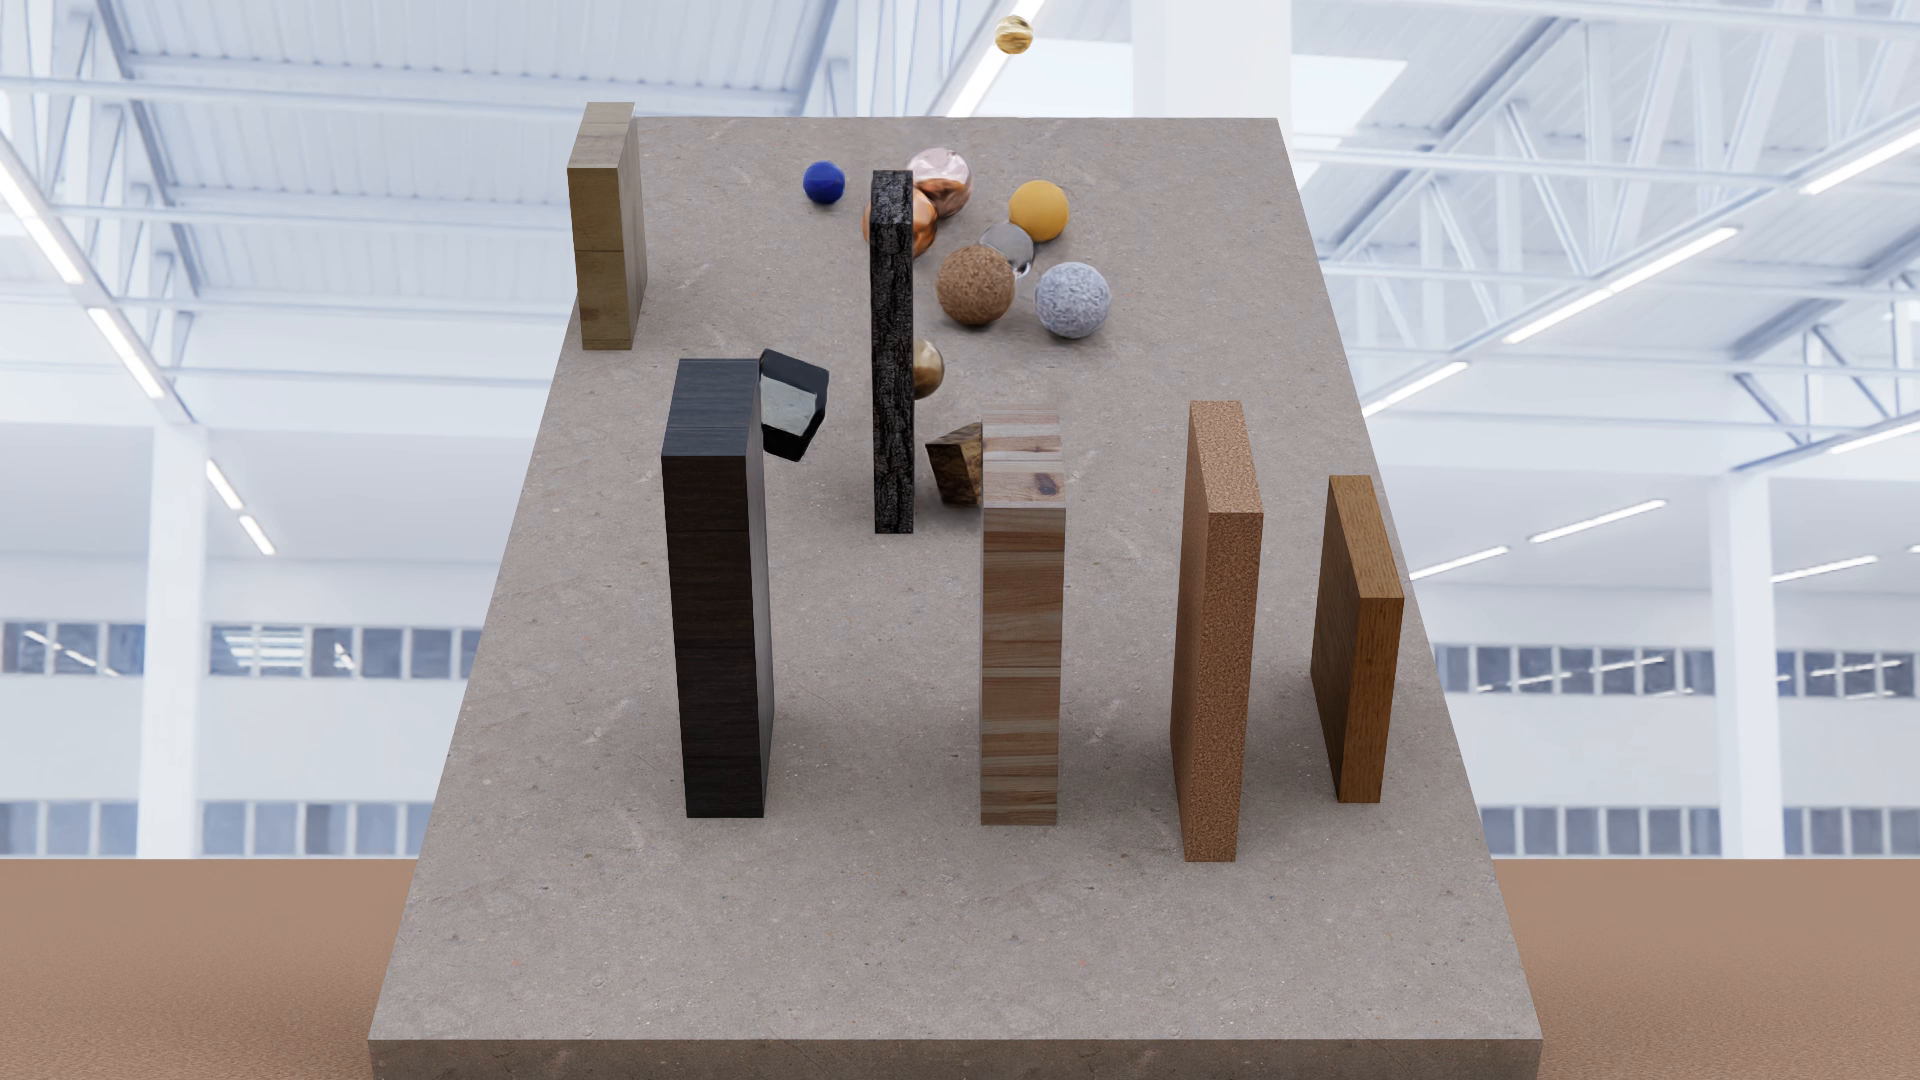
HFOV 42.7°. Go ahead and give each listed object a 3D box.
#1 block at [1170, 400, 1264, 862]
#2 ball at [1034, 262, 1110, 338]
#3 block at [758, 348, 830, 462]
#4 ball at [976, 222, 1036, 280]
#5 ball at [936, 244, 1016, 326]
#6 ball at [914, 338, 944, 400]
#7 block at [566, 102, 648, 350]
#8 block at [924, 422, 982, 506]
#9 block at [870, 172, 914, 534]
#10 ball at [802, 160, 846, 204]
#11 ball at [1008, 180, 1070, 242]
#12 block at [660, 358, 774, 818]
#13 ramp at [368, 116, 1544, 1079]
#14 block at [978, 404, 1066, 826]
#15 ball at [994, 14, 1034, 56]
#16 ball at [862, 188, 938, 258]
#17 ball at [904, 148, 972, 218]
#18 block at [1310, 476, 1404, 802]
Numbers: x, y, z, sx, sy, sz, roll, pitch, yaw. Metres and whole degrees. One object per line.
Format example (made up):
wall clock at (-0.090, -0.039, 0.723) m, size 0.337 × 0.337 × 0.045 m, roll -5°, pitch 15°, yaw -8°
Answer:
block at (0.466, 0.172, 4.523) m, size 0.093 × 0.766 × 0.387 m, roll 0°, pitch 33°, yaw 0°
ball at (0.288, -0.616, 6.290) m, size 0.195 × 0.195 × 0.195 m, roll 0°, pitch -7°, yaw 0°
block at (-0.402, -0.304, 5.549) m, size 0.156 × 0.156 × 0.156 m, roll 19°, pitch -48°, yaw -16°
ball at (0.121, -0.767, 6.558) m, size 0.160 × 0.160 × 0.160 m, roll 0°, pitch -7°, yaw 0°
ball at (0.041, -0.658, 6.343) m, size 0.208 × 0.208 × 0.208 m, roll 0°, pitch -7°, yaw 0°
ball at (-0.108, -0.396, 5.682) m, size 0.145 × 0.145 × 0.145 m, roll 0°, pitch -7°, yaw 0°
block at (-0.900, -0.808, 6.296) m, size 0.123 × 0.503 × 0.414 m, roll 0°, pitch 33°, yaw 0°
block at (0.039, -0.175, 5.588) m, size 0.148 × 0.148 × 0.148 m, roll -25°, pitch 15°, yaw -30°
block at (-0.148, -0.408, 5.430) m, size 0.086 × 0.766 × 0.265 m, roll 0°, pitch 33°, yaw 0°
ball at (-0.387, -1.016, 6.979) m, size 0.124 × 0.124 × 0.124 m, roll 0°, pitch -7°, yaw 0°
ball at (0.218, -0.908, 6.772) m, size 0.170 × 0.170 × 0.170 m, roll 0°, pitch -7°, yaw 0°
block at (-0.446, 0.096, 4.605) m, size 0.146 × 0.800 × 0.354 m, roll 0°, pitch 33°, yaw 0°
ramp at (-0.015, -0.184, 5.884) m, size 2.000 × 0.100 × 4.000 m, roll 0°, pitch 33°, yaw 0°
block at (0.111, 0.143, 4.619) m, size 0.143 × 0.710 × 0.368 m, roll 0°, pitch 33°, yaw 0°
ball at (0.163, -1.533, 7.447) m, size 0.120 × 0.120 × 0.120 m, roll 0°, pitch -7°, yaw 0°
ball at (-0.164, -0.858, 6.655) m, size 0.208 × 0.208 × 0.208 m, roll 0°, pitch -7°, yaw 0°
ball at (-0.063, -1.003, 6.894) m, size 0.197 × 0.197 × 0.197 m, roll 0°, pitch -7°, yaw 0°
block at (0.767, 0.189, 4.770) m, size 0.080 × 0.475 × 0.432 m, roll 0°, pitch 33°, yaw 0°
